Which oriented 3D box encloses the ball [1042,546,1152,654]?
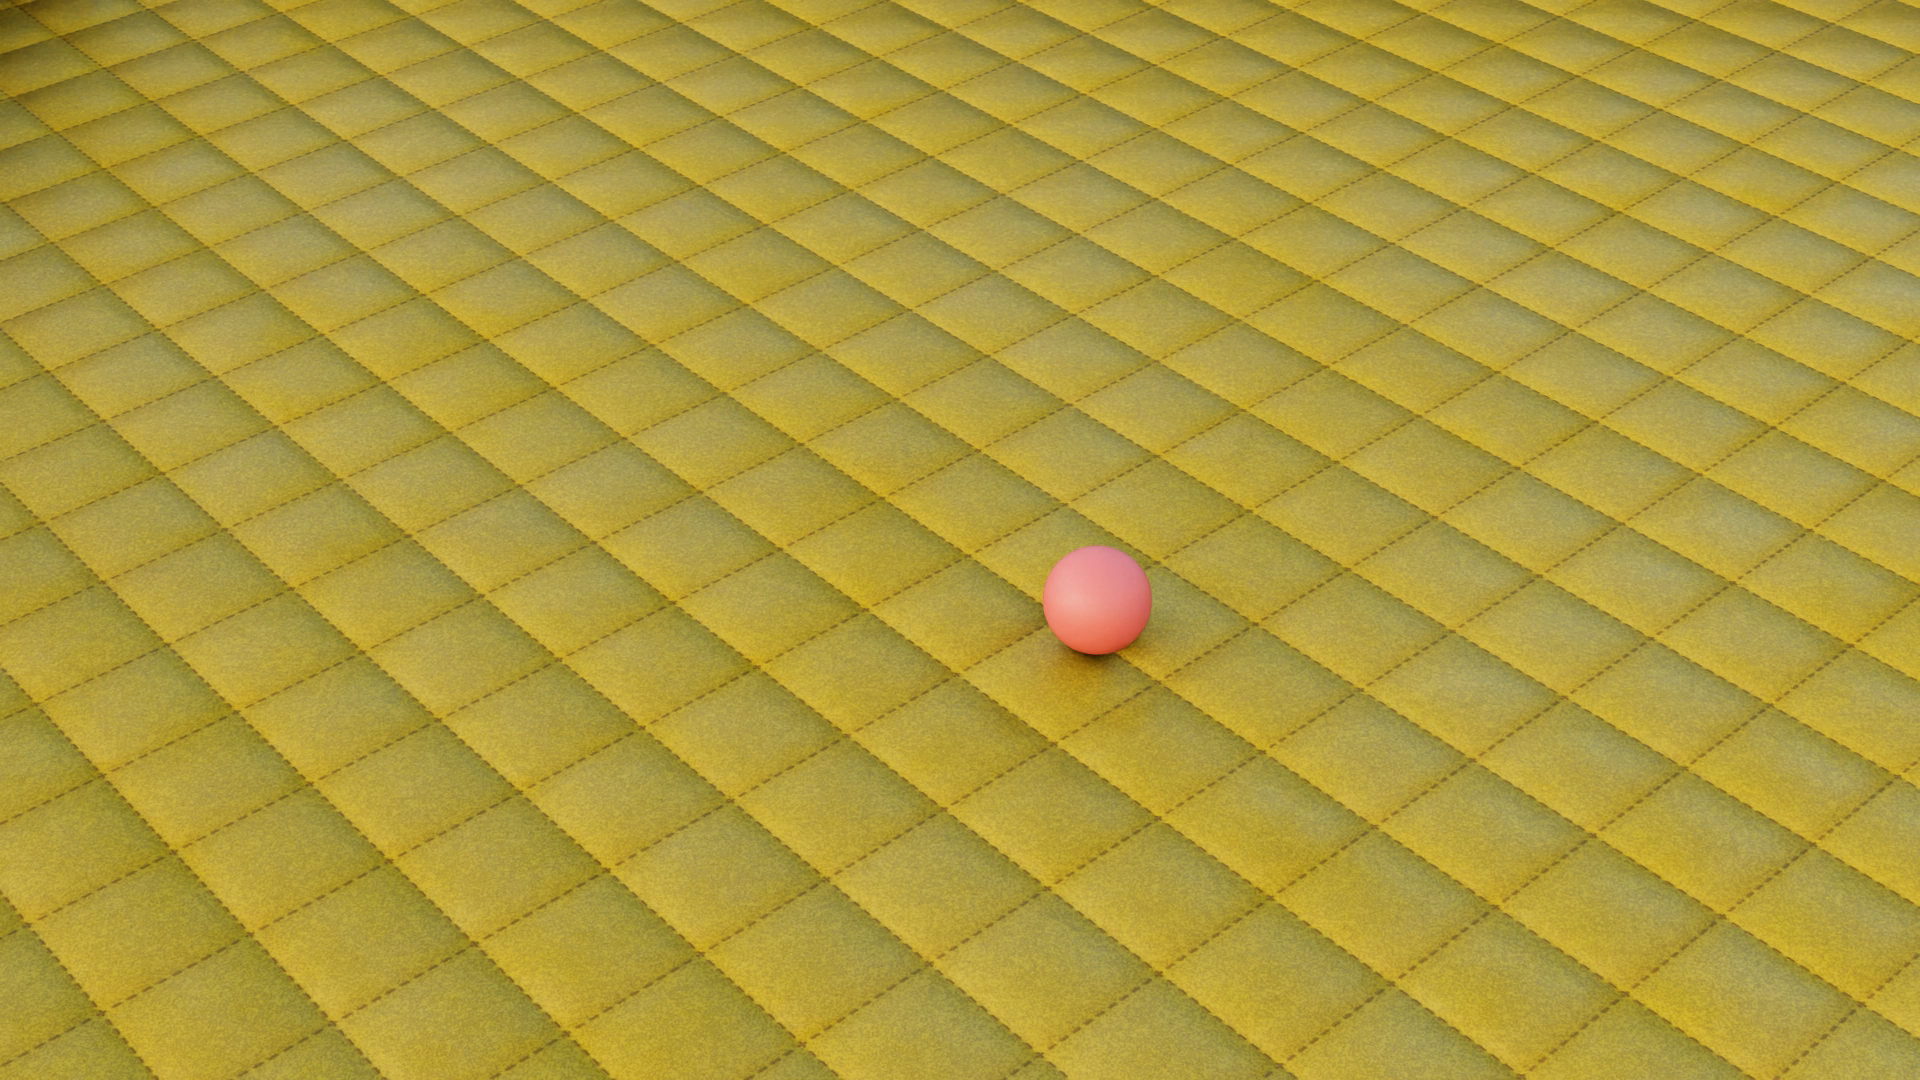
[{"bbox_3d":[0.086,0.038,1.603,0.069,0.069,0.069,0,36,0],"label":"ball"}]
